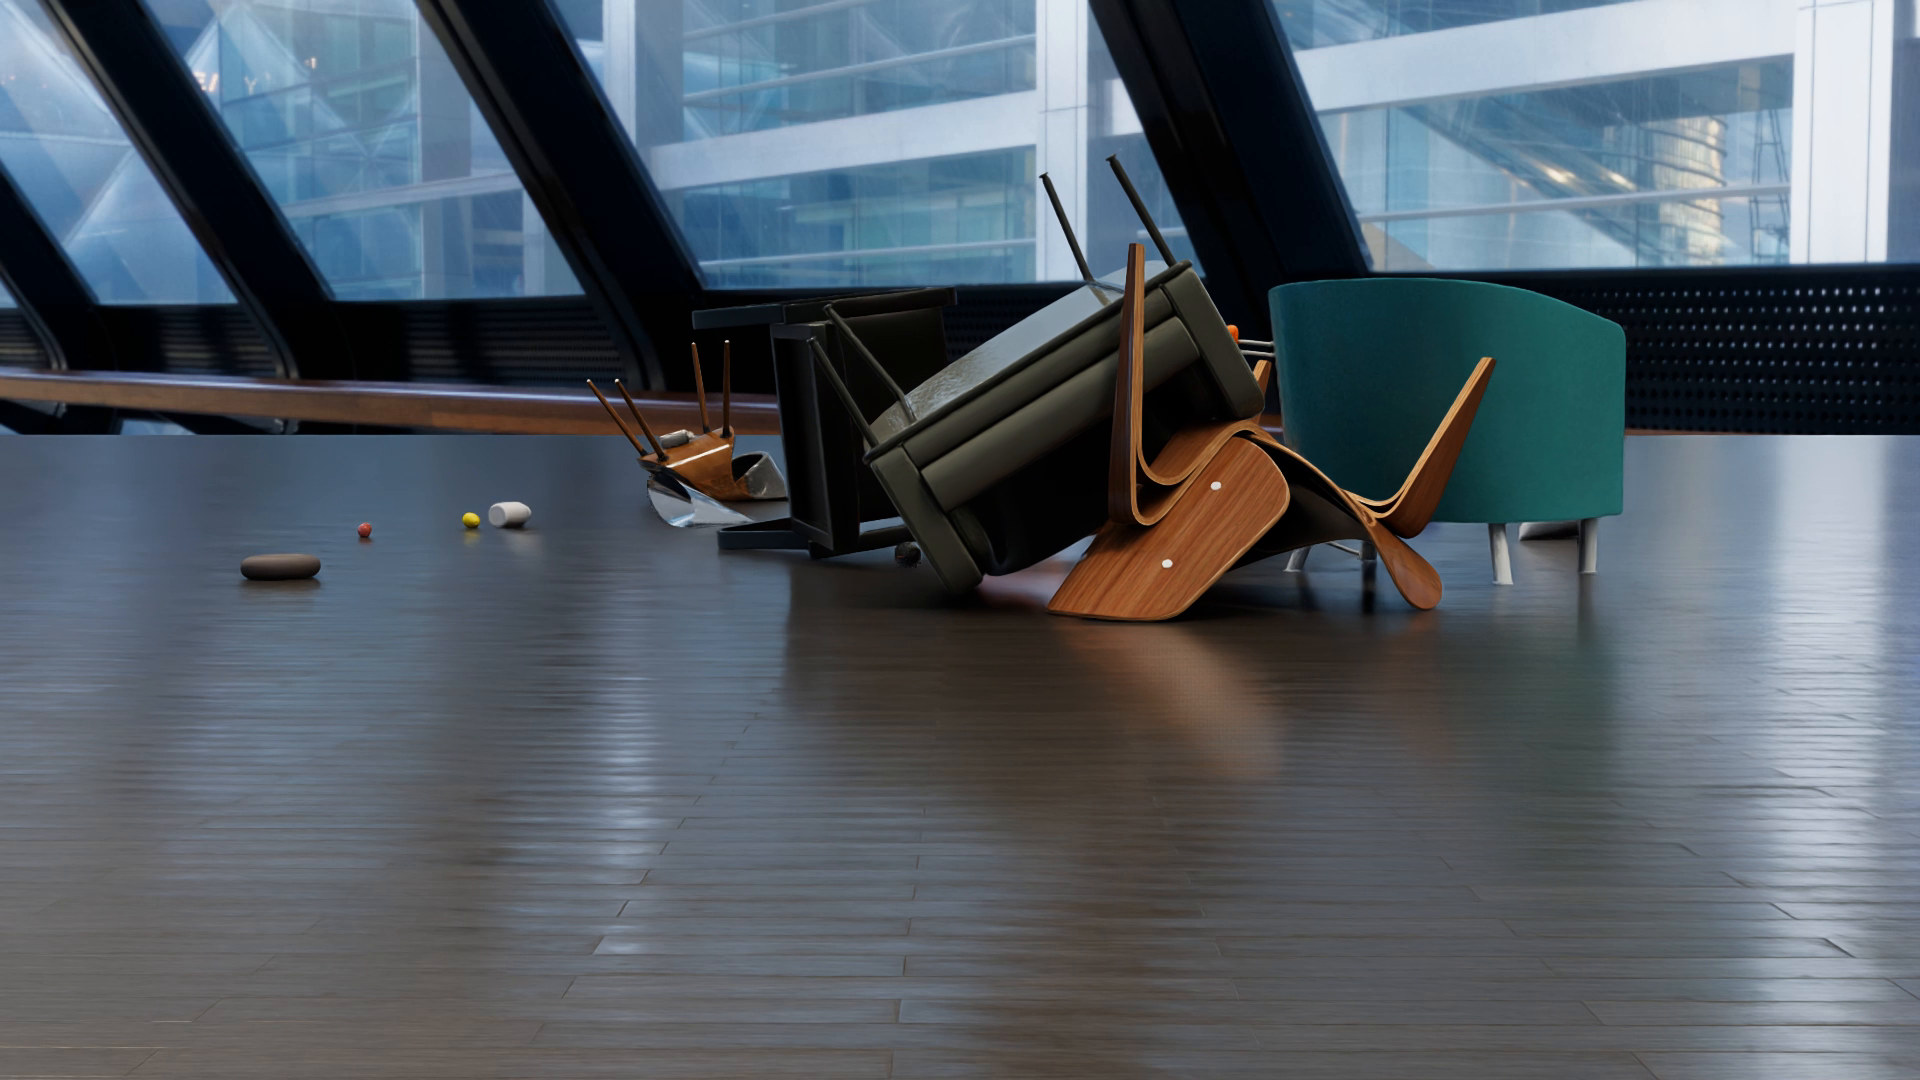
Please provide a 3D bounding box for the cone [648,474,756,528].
[{"bbox_3d":[-0.815,-0.095,7.316,0.347,0.134,0.333,15,14,-39],"label":"cone"}]

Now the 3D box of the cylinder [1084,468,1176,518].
[{"bbox_3d":[0.596,-0.164,7.722,0.290,0.173,0.133,-2,27,-24],"label":"cylinder"}]

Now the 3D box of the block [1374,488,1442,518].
[{"bbox_3d":[1.577,-0.130,7.746,0.181,0.096,0.143,-2,5,-29],"label":"block"}]

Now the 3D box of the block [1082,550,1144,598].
[{"bbox_3d":[0.334,0.072,4.807,0.068,0.094,0.148,3,5,35],"label":"block"}]

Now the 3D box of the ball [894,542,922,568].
[{"bbox_3d":[-0.131,0.037,5.520,0.067,0.067,0.067,0,4,0],"label":"ball"}]

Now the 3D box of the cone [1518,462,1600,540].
[{"bbox_3d":[1.735,-0.060,6.583,0.212,0.244,0.331,-39,-11,-25],"label":"cone"}]

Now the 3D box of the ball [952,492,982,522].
[{"bbox_3d":[0.024,-0.112,7.454,0.099,0.099,0.099,0,4,0],"label":"ball"}]

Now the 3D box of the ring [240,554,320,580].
[{"bbox_3d":[-1.614,0.064,5.226,0.184,0.055,0.155,-2,3,-19],"label":"ring"}]
